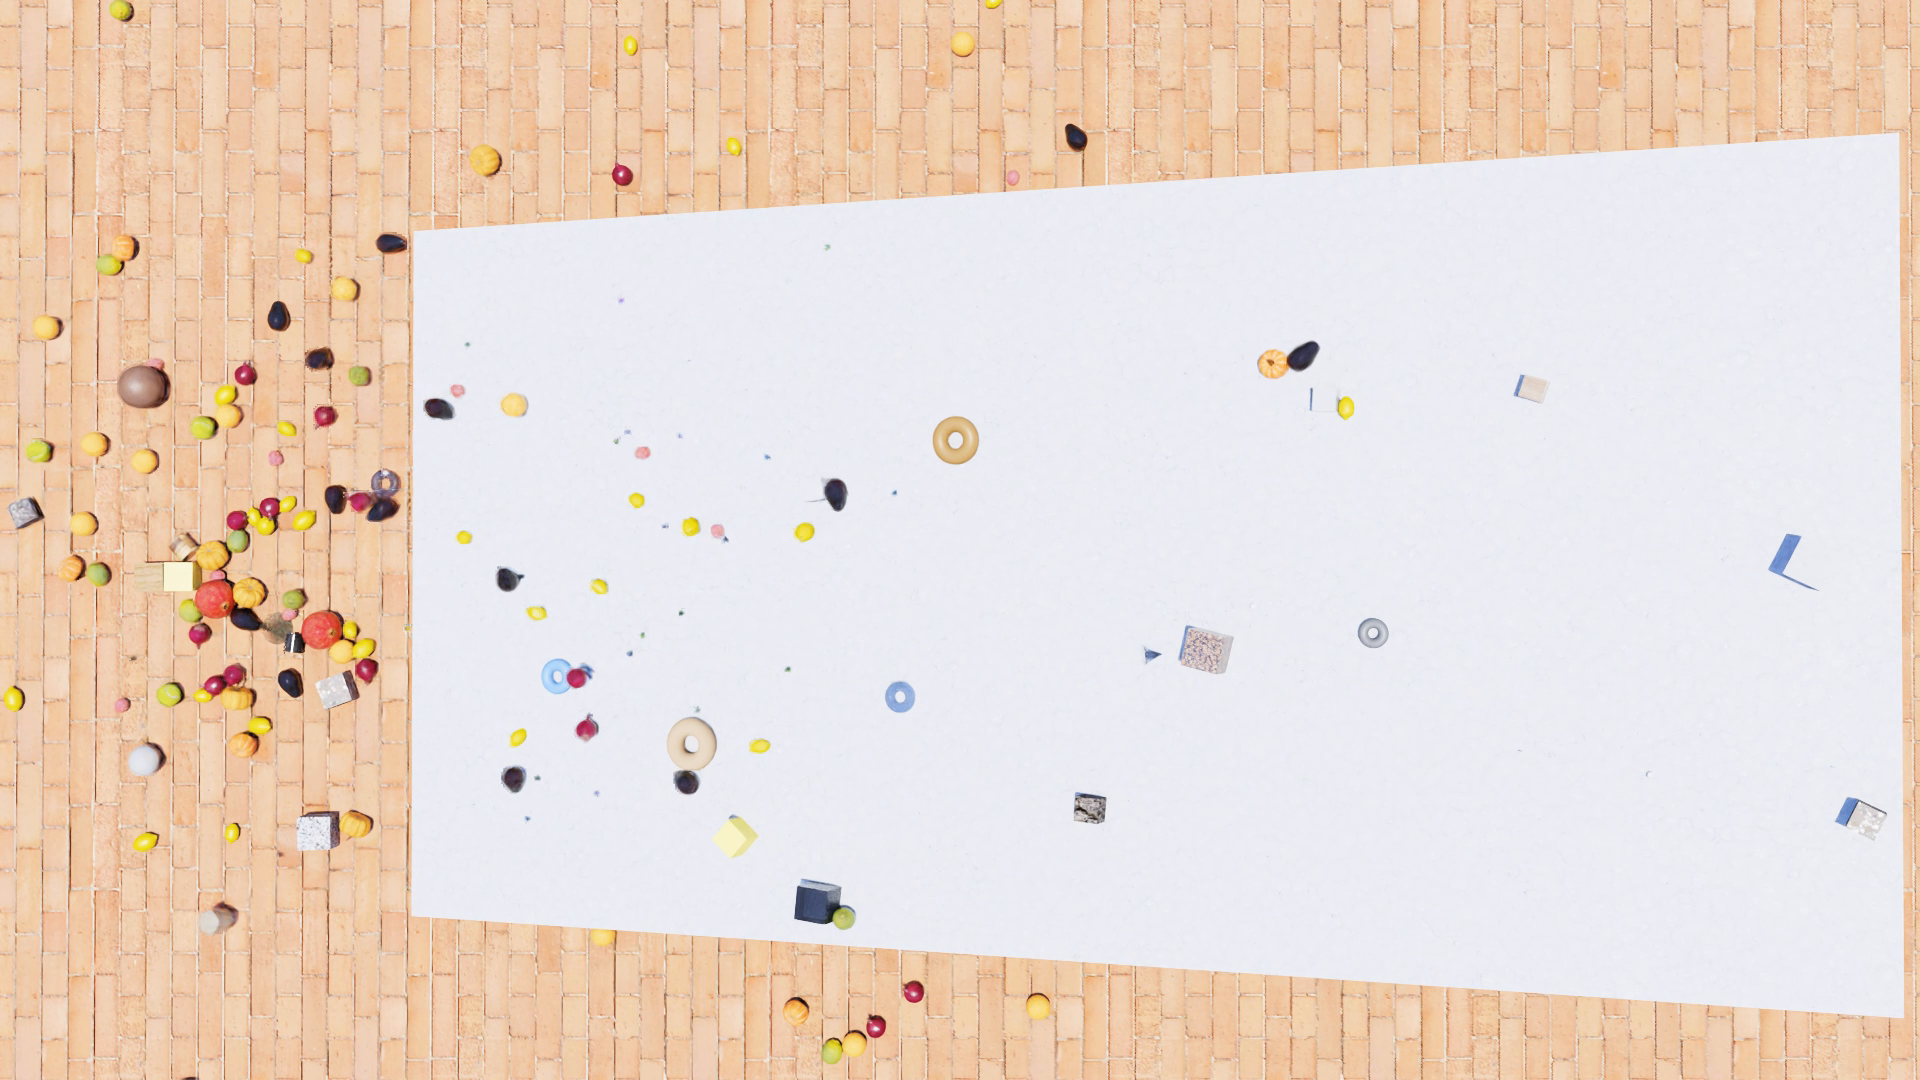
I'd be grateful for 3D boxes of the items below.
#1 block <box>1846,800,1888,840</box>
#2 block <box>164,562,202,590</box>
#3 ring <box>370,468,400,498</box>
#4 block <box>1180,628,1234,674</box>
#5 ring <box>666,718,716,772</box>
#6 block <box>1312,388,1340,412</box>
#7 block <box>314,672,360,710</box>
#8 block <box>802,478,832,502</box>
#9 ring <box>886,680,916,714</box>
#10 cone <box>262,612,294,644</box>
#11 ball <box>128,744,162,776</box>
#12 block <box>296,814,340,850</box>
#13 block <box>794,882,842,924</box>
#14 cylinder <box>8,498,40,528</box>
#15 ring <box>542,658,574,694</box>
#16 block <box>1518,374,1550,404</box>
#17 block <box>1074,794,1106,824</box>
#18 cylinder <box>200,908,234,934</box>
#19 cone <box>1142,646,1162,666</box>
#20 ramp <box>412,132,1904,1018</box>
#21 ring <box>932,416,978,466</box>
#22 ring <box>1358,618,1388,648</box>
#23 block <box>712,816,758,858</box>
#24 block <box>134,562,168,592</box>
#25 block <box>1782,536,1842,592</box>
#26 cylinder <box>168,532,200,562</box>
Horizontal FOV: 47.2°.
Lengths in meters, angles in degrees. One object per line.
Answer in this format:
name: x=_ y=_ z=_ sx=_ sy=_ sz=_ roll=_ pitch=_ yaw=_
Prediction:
block: x=2.044 y=0.631 z=4.958 sx=0.065 sy=0.065 sz=0.065 roll=27 pitch=99 yaw=20
block: x=-2.288 y=0.108 z=6.475 sx=0.083 sy=0.083 sz=0.083 roll=0 pitch=89 yaw=0
ring: x=-1.700 y=-0.166 z=6.506 sx=0.088 sy=0.029 sz=0.088 roll=0 pitch=90 yaw=0
block: x=0.619 y=0.277 z=5.504 sx=0.094 sy=0.094 sz=0.094 roll=14 pitch=94 yaw=21
ring: x=-0.740 y=0.563 z=6.056 sx=0.149 sy=0.050 sz=0.149 roll=0 pitch=90 yaw=21
block: x=0.904 y=-0.345 z=5.421 sx=0.057 sy=0.057 sz=0.057 roll=3 pitch=90 yaw=21
block: x=-1.832 y=0.443 z=6.470 sx=0.084 sy=0.084 sz=0.084 roll=-20 pitch=89 yaw=0
block: x=-0.386 y=-0.135 z=5.921 sx=0.058 sy=0.058 sz=0.058 roll=-8 pitch=87 yaw=21
ring: x=-0.159 y=0.417 z=5.841 sx=0.087 sy=0.029 sz=0.087 roll=0 pitch=90 yaw=20
cone: x=-2.022 y=0.262 z=6.467 sx=0.095 sy=0.095 sz=0.095 roll=0 pitch=89 yaw=0
ball: x=-2.397 y=0.647 z=6.464 sx=0.090 sy=0.090 sz=0.090 roll=0 pitch=89 yaw=0
block: x=-1.885 y=0.857 z=6.459 sx=0.096 sy=0.096 sz=0.096 roll=-1 pitch=89 yaw=0
block: x=-0.381 y=0.972 z=5.888 sx=0.090 sy=0.090 sz=0.090 roll=6 pitch=92 yaw=21
cylinder: x=-2.759 y=-0.080 z=6.484 sx=0.069 sy=0.069 sz=0.069 roll=-27 pitch=89 yaw=0
ring: x=-1.139 y=0.387 z=6.222 sx=0.102 sy=0.034 sz=0.102 roll=0 pitch=90 yaw=20
block: x=1.369 y=-0.360 z=5.241 sx=0.054 sy=0.054 sz=0.054 roll=20 pitch=96 yaw=20
block: x=0.333 y=0.688 z=5.627 sx=0.064 sy=0.064 sz=0.064 roll=6 pitch=91 yaw=21
cylinder: x=-2.177 y=1.114 z=6.437 sx=0.069 sy=0.069 sz=0.069 roll=0 pitch=89 yaw=20
cone: x=0.491 y=0.292 z=5.592 sx=0.050 sy=0.050 sz=0.050 roll=-5 pitch=89 yaw=-5
ramp: x=0.282 y=0.087 z=5.742 sx=4.000 sy=0.100 sz=2.000 roll=0 pitch=89 yaw=21
ring: x=-0.011 y=-0.262 z=5.785 sx=0.130 sy=0.043 sz=0.130 roll=0 pitch=90 yaw=21
ring: x=1.013 y=0.229 z=5.388 sx=0.075 sy=0.025 sz=0.075 roll=0 pitch=90 yaw=21
block: x=-0.611 y=0.811 z=5.988 sx=0.075 sy=0.075 sz=0.075 roll=44 pitch=104 yaw=16
block: x=-2.374 y=0.109 z=6.475 sx=0.084 sy=0.084 sz=0.084 roll=-2 pitch=89 yaw=0
block: x=1.936 y=0.054 z=4.992 sx=0.095 sy=0.095 sz=0.095 roll=28 pitch=99 yaw=19
cylinder: x=-2.291 y=0.022 z=6.486 sx=0.063 sy=0.063 sz=0.063 roll=-44 pitch=89 yaw=-1
